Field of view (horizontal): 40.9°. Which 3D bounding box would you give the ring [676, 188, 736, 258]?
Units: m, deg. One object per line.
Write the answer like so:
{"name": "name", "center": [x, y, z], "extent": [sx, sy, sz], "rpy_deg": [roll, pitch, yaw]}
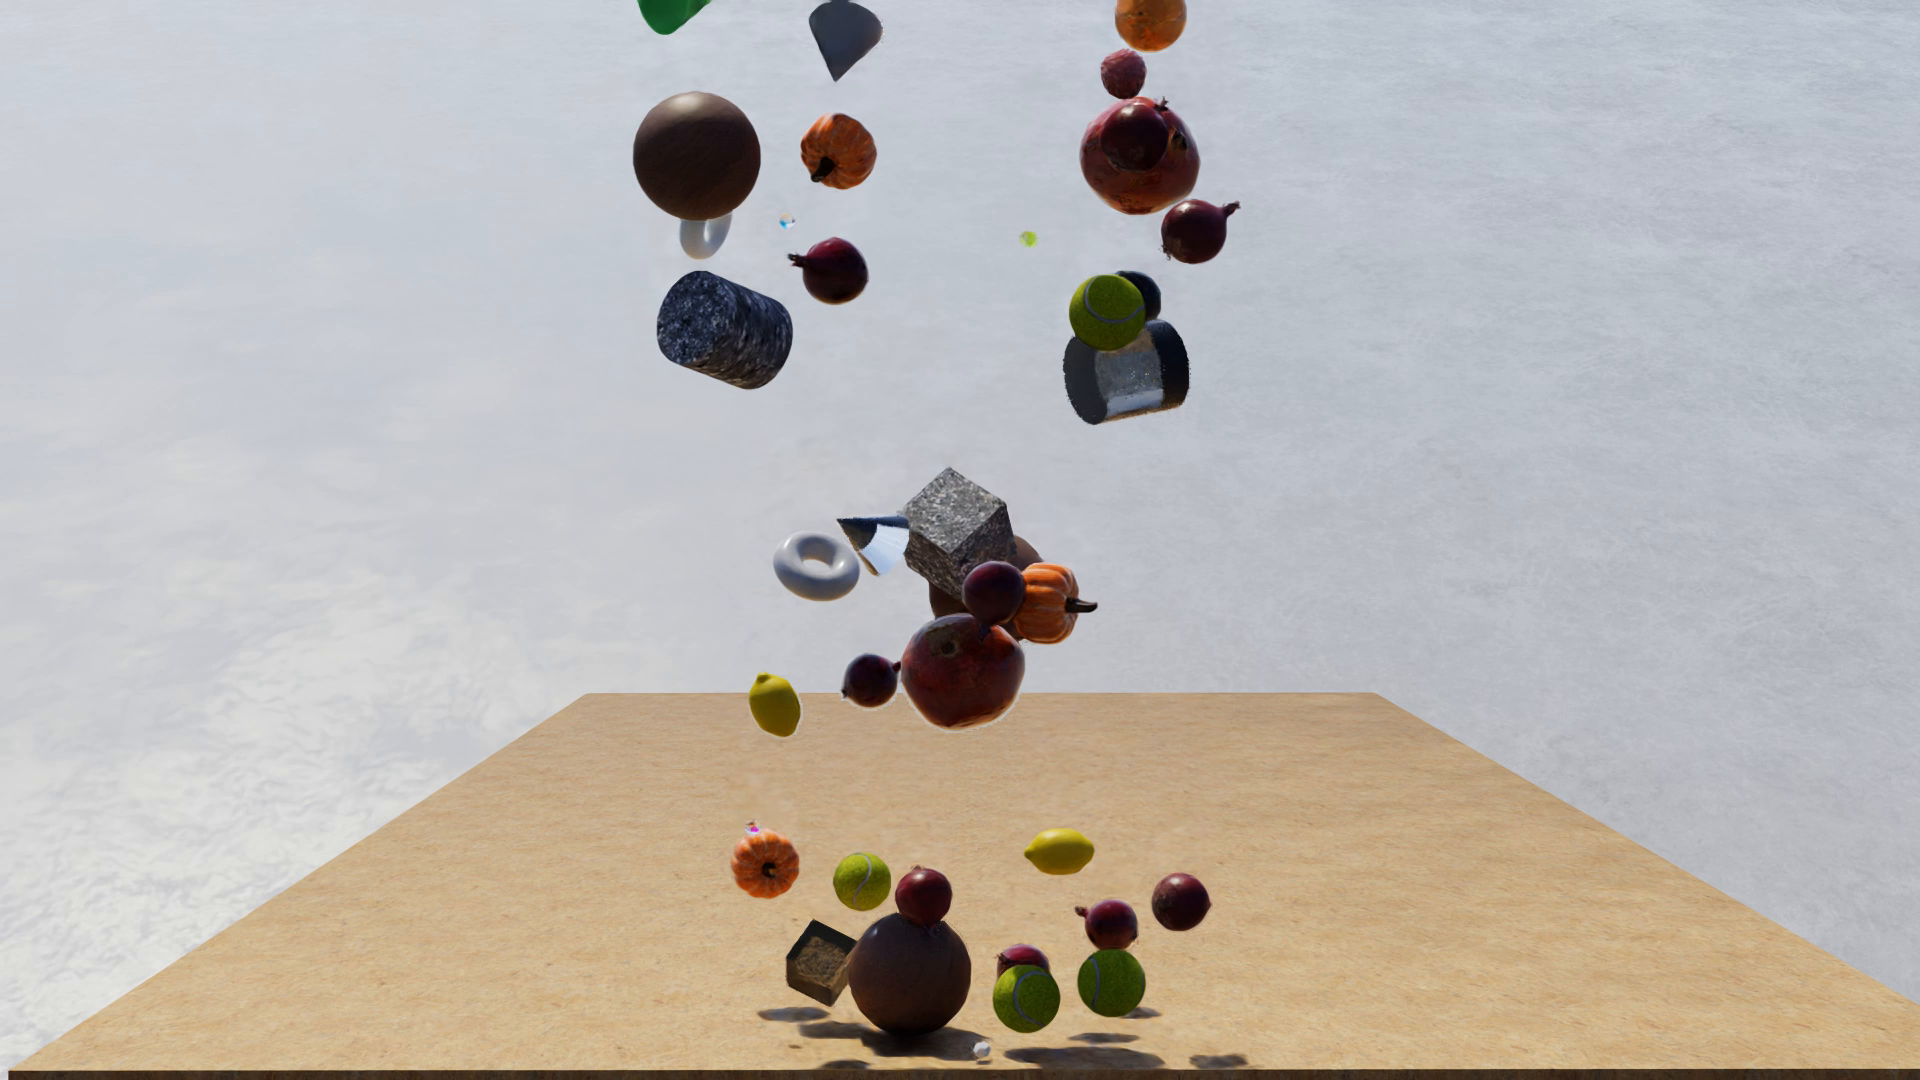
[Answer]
{"name": "ring", "center": [-0.270, -0.336, 2.737], "extent": [0.027, 0.081, 0.081], "rpy_deg": [35, 37, 21]}

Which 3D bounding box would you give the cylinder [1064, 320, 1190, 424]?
{"name": "cylinder", "center": [0.169, -0.171, 2.624], "extent": [0.093, 0.093, 0.093], "rpy_deg": [-12, 27, -25]}

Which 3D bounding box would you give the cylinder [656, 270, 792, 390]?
{"name": "cylinder", "center": [-0.234, -0.209, 2.568], "extent": [0.096, 0.096, 0.096], "rpy_deg": [24, 3, 42]}

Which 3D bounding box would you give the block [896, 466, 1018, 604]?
{"name": "block", "center": [-0.004, -0.005, 2.649], "extent": [0.082, 0.082, 0.082], "rpy_deg": [33, 64, 32]}

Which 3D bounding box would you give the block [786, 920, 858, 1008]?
{"name": "block", "center": [-0.147, 0.451, 2.744], "extent": [0.055, 0.055, 0.055], "rpy_deg": [23, 51, 18]}

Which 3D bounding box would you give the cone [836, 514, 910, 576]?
{"name": "cone", "center": [-0.096, -0.008, 2.528], "extent": [0.067, 0.067, 0.067], "rpy_deg": [27, 8, -34]}

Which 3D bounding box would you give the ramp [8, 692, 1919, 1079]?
{"name": "ramp", "center": [0.056, 0.506, 4.549], "extent": [2.000, 0.100, 4.000], "rpy_deg": [0, 2, 0]}

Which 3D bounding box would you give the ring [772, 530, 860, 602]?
{"name": "ring", "center": [-0.156, 0.028, 2.803], "extent": [0.097, 0.032, 0.097], "rpy_deg": [10, 42, -9]}

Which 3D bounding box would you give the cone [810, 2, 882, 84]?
{"name": "cone", "center": [-0.119, -0.481, 2.556], "extent": [0.074, 0.074, 0.074], "rpy_deg": [4, 59, 8]}
